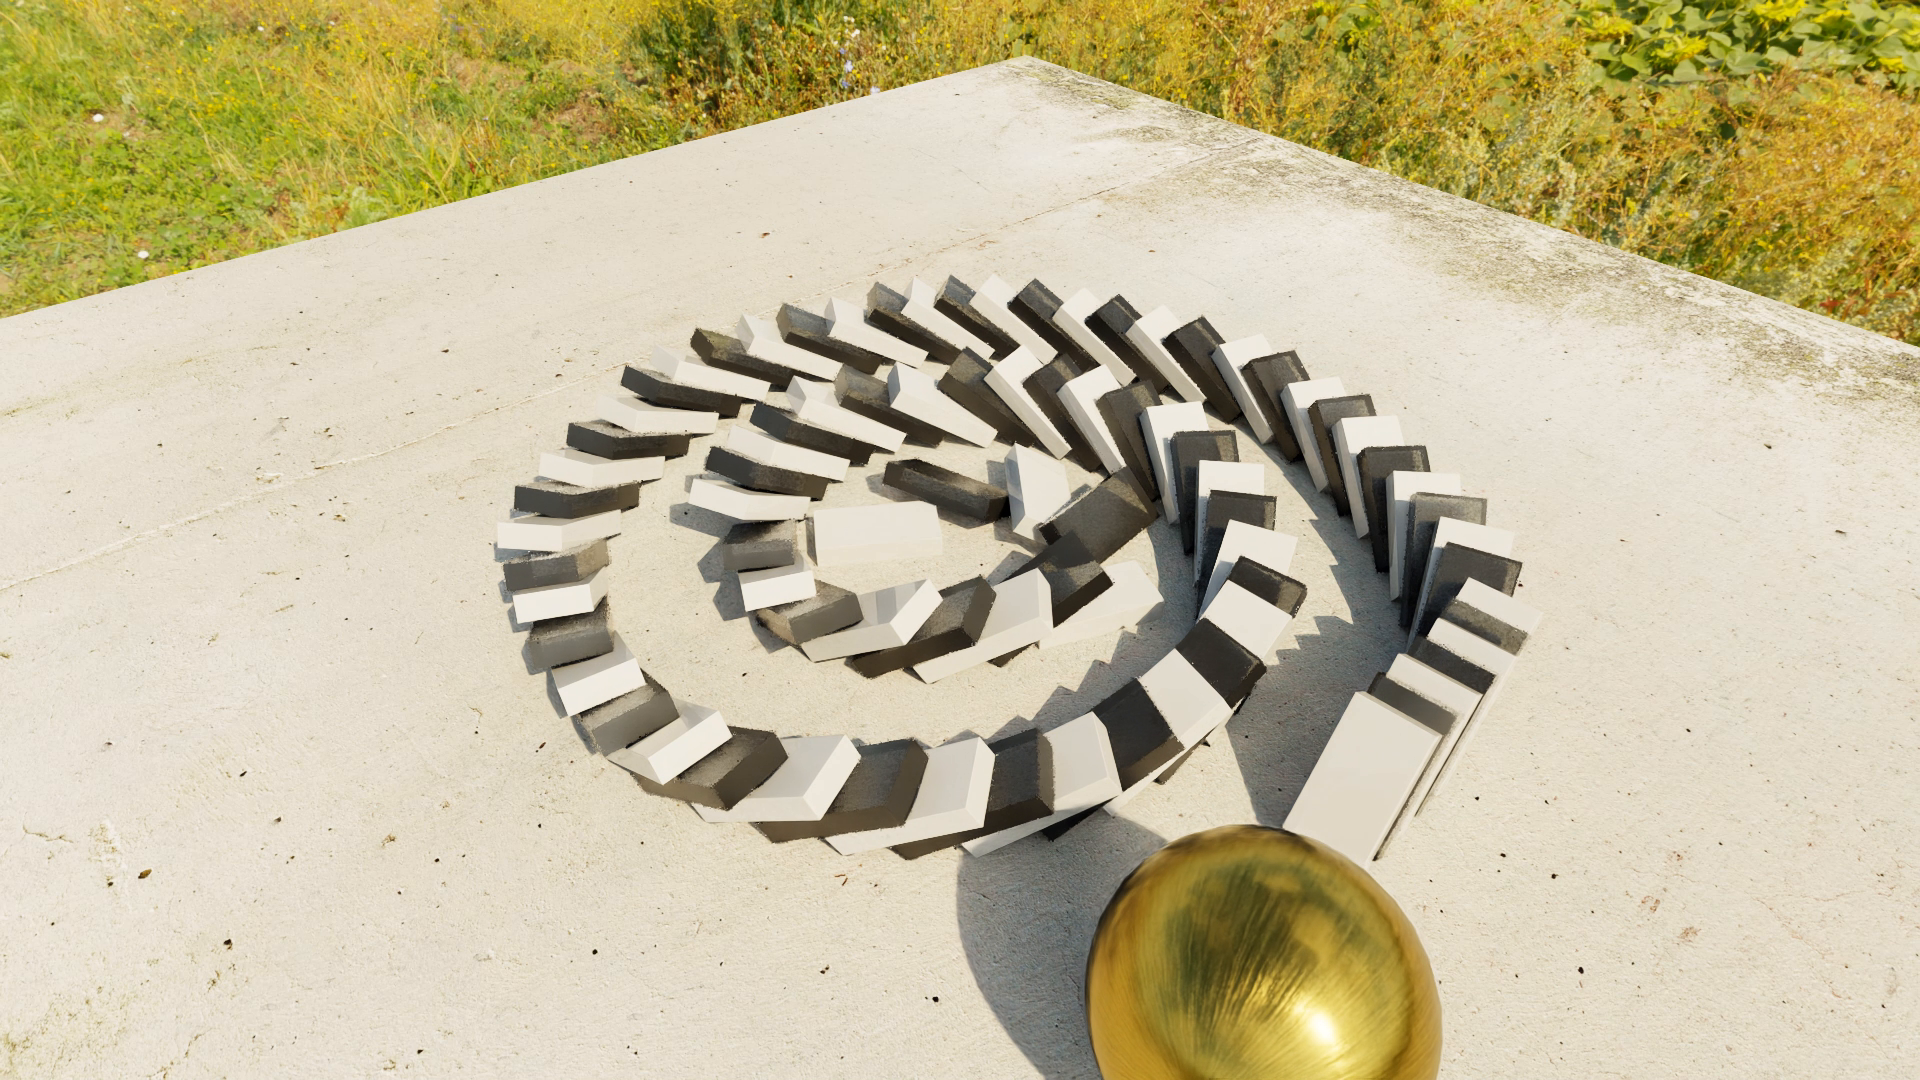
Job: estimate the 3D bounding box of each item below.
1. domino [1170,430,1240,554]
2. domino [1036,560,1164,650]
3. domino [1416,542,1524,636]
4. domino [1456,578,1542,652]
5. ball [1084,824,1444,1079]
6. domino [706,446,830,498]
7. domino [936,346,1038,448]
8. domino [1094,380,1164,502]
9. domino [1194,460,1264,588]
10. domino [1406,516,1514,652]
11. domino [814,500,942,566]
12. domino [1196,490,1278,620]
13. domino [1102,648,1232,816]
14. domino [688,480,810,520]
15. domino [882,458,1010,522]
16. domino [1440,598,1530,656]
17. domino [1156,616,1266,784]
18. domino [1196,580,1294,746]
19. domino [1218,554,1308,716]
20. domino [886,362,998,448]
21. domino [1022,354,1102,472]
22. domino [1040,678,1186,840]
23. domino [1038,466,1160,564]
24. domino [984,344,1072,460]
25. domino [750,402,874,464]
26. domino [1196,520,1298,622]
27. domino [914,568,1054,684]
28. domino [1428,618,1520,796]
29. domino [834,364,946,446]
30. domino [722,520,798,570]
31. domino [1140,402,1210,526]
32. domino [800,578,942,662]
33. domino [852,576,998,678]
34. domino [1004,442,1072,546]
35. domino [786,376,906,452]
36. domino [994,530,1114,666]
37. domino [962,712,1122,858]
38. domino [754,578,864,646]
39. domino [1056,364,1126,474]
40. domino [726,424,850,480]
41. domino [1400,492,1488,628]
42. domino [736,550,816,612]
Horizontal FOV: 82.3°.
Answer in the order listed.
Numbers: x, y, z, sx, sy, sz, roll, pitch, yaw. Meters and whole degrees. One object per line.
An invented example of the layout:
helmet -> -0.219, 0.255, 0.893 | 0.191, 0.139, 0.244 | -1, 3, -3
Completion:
domino -> 0.102, -0.020, 0.447 | 0.025, 0.009, 0.050 | -2, 71, -5
domino -> 0.048, 0.024, 0.414 | 0.050, 0.009, 0.025 | -13, 41, -15
domino -> 0.175, 0.028, 0.384 | 0.025, 0.009, 0.050 | 18, 84, 19
domino -> 0.171, 0.041, 0.370 | 0.025, 0.009, 0.050 | 31, 89, 32
ball -> 0.069, 0.108, 0.257 | 0.080, 0.080, 0.080 | 0, 39, 0
domino -> -0.079, -0.028, 0.454 | 0.025, 0.009, 0.050 | 21, 6, 25
domino -> 0.016, -0.065, 0.503 | 0.050, 0.009, 0.025 | 36, 43, -5
domino -> 0.081, -0.043, 0.474 | 0.025, 0.010, 0.050 | -20, 77, -25
domino -> 0.105, -0.006, 0.431 | 0.025, 0.009, 0.050 | 4, 71, 5
domino -> 0.180, 0.019, 0.396 | 0.025, 0.009, 0.050 | 14, 83, 16
domino -> -0.034, -0.003, 0.447 | 0.050, 0.009, 0.025 | -5, 40, -6
domino -> 0.105, 0.007, 0.416 | 0.025, 0.010, 0.050 | 7, 71, 9
domino -> 0.058, 0.061, 0.350 | 0.050, 0.010, 0.025 | -41, 47, 1
domino -> -0.083, -0.016, 0.441 | 0.025, 0.009, 0.050 | 16, 6, 19
domino -> -0.004, -0.022, 0.461 | 0.050, 0.010, 0.025 | 21, 16, 24
domino -> 0.161, 0.047, 0.359 | 0.025, 0.050, 0.010 | 31, 9, 32
domino -> 0.073, 0.052, 0.360 | 0.050, 0.010, 0.025 | -47, 52, -3
domino -> 0.088, 0.041, 0.372 | 0.025, 0.009, 0.050 | 33, 82, 30
domino -> 0.097, 0.033, 0.383 | 0.025, 0.009, 0.050 | 28, 80, 29
domino -> -0.008, -0.061, 0.499 | 0.050, 0.009, 0.025 | 21, 33, -24
domino -> 0.053, -0.057, 0.492 | 0.025, 0.009, 0.050 | -35, 86, -35
domino -> 0.042, 0.068, 0.341 | 0.050, 0.009, 0.025 | -36, 43, 6
domino -> 0.056, -0.007, 0.441 | 0.050, 0.010, 0.025 | -35, 93, -35
domino -> 0.037, -0.063, 0.499 | 0.050, 0.009, 0.025 | 47, 50, 0
domino -> -0.063, -0.046, 0.476 | 0.025, 0.010, 0.050 | 30, 11, 38
domino -> 0.103, 0.020, 0.399 | 0.025, 0.010, 0.050 | 16, 75, 19
domino -> 0.008, 0.030, 0.387 | 0.050, 0.010, 0.025 | -24, 35, 19
domino -> 0.153, 0.053, 0.350 | 0.025, 0.050, 0.010 | 31, 12, 32
domino -> -0.031, -0.061, 0.497 | 0.050, 0.009, 0.025 | 20, 27, -25
domino -> -0.076, 0.001, 0.423 | 0.025, 0.010, 0.050 | -5, 10, -6
domino -> 0.095, -0.033, 0.462 | 0.025, 0.009, 0.050 | -8, 72, -13
domino -> -0.032, 0.029, 0.387 | 0.050, 0.009, 0.025 | -15, 25, 43
domino -> -0.013, 0.031, 0.383 | 0.050, 0.009, 0.025 | -21, 29, 35
domino -> 0.033, -0.018, 0.457 | 0.025, 0.009, 0.050 | 22, 35, -20
domino -> -0.051, -0.056, 0.490 | 0.050, 0.010, 0.025 | 18, 22, -31
domino -> 0.028, 0.021, 0.399 | 0.050, 0.010, 0.025 | -37, 44, 3
domino -> 0.023, 0.074, 0.333 | 0.050, 0.010, 0.025 | -28, 37, 16
domino -> -0.056, 0.025, 0.393 | 0.025, 0.009, 0.050 | -21, 13, -22
domino -> 0.067, -0.051, 0.484 | 0.025, 0.010, 0.050 | -29, 82, -32
domino -> -0.072, -0.036, 0.464 | 0.025, 0.009, 0.050 | 23, 7, 30
domino -> 0.179, 0.009, 0.408 | 0.025, 0.009, 0.050 | 7, 82, 8
domino -> -0.069, 0.014, 0.407 | 0.025, 0.009, 0.050 | -12, 11, -12
